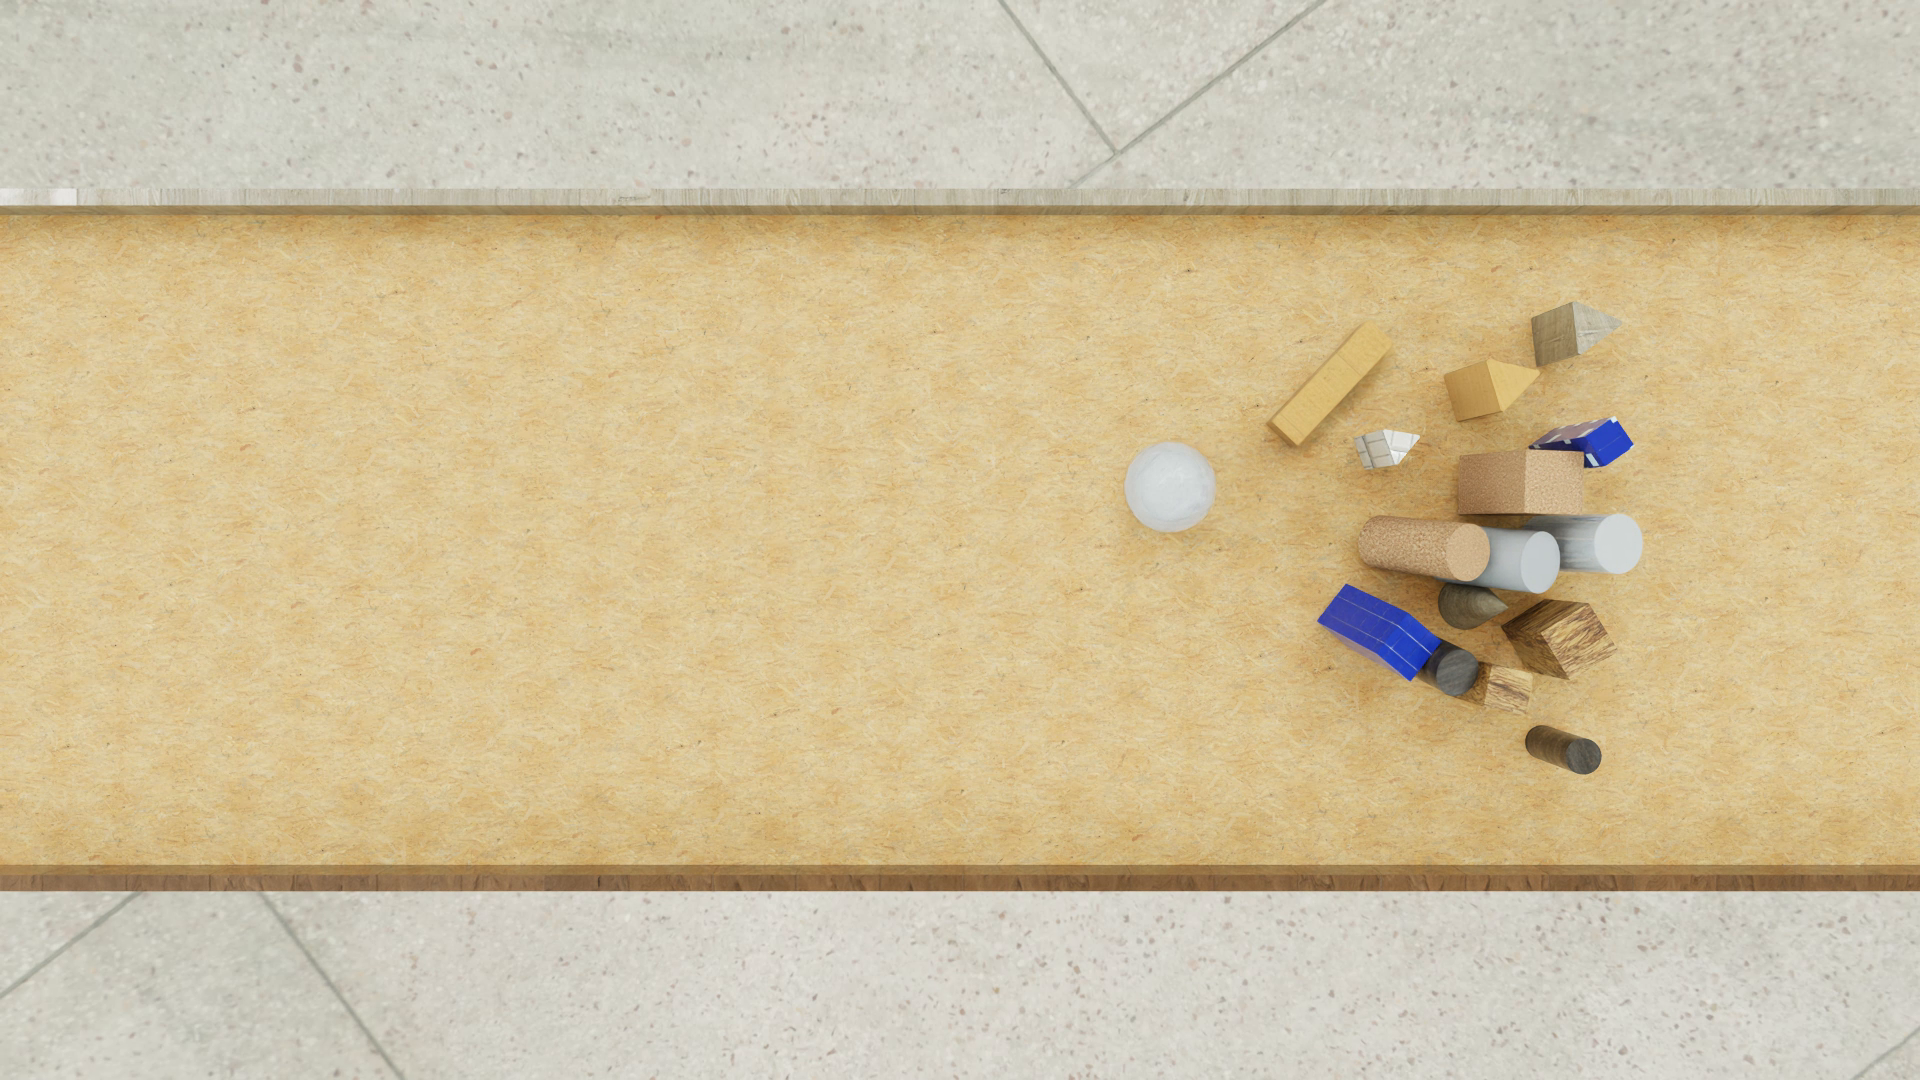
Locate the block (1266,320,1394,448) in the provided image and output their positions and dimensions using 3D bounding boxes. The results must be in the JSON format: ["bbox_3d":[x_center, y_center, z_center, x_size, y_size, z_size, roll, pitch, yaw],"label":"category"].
[{"bbox_3d":[1.125,-0.475,5.023,0.107,0.107,0.424,44,90,0],"label":"block"}]

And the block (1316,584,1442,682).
[{"bbox_3d":[1.235,0.269,4.880,0.147,0.365,0.147,38,90,-20],"label":"block"}]

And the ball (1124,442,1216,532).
[{"bbox_3d":[0.631,-0.159,4.940,0.272,0.272,0.272,0,90,0],"label":"ball"}]

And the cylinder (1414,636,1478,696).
[{"bbox_3d":[1.369,0.342,4.878,0.137,0.372,0.137,-3,102,-15],"label":"cylinder"}]

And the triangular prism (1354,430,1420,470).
[{"bbox_3d":[1.247,-0.286,4.898,0.091,0.357,0.106,40,90,0],"label":"triangular prism"}]

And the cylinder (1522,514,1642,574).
[{"bbox_3d":[1.838,0.010,4.893,0.173,0.328,0.173,0,91,-19],"label":"cylinder"}]

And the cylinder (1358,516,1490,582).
[{"bbox_3d":[1.366,0.021,4.871,0.165,0.377,0.165,-2,96,-26],"label":"cylinder"}]

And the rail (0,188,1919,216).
[{"bbox_3d":[-2.247,-1.025,5.002,12.000,0.150,0.050,0,90,0],"label":"rail"}]

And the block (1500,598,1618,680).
[{"bbox_3d":[1.776,0.292,4.900,0.162,0.352,0.162,-32,90,0],"label":"block"}]

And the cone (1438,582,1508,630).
[{"bbox_3d":[1.555,0.193,4.871,0.167,0.410,0.167,0,90,0],"label":"cone"}]

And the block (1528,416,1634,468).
[{"bbox_3d":[1.819,-0.276,4.847,0.100,0.459,0.100,-34,90,0],"label":"block"}]

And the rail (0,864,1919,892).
[{"bbox_3d":[-2.247,1.025,5.001,12.000,0.150,0.050,0,90,0],"label":"rail"}]

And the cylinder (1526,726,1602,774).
[{"bbox_3d":[1.792,0.622,4.908,0.105,0.337,0.105,0,90,0],"label":"cylinder"}]

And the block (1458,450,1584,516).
[{"bbox_3d":[1.649,-0.165,4.868,0.179,0.391,0.179,2,90,-11],"label":"block"}]

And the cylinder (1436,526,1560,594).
[{"bbox_3d":[1.576,0.052,4.886,0.179,0.340,0.179,-4,96,-34],"label":"cylinder"}]

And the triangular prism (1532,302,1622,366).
[{"bbox_3d":[1.800,-0.632,4.904,0.153,0.345,0.133,-36,90,0],"label":"triangular prism"}]

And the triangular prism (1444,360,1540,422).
[{"bbox_3d":[1.538,-0.464,4.869,0.132,0.416,0.152,44,90,0],"label":"triangular prism"}]

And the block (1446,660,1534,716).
[{"bbox_3d":[1.561,0.427,4.883,0.122,0.388,0.122,12,90,0],"label":"block"}]
